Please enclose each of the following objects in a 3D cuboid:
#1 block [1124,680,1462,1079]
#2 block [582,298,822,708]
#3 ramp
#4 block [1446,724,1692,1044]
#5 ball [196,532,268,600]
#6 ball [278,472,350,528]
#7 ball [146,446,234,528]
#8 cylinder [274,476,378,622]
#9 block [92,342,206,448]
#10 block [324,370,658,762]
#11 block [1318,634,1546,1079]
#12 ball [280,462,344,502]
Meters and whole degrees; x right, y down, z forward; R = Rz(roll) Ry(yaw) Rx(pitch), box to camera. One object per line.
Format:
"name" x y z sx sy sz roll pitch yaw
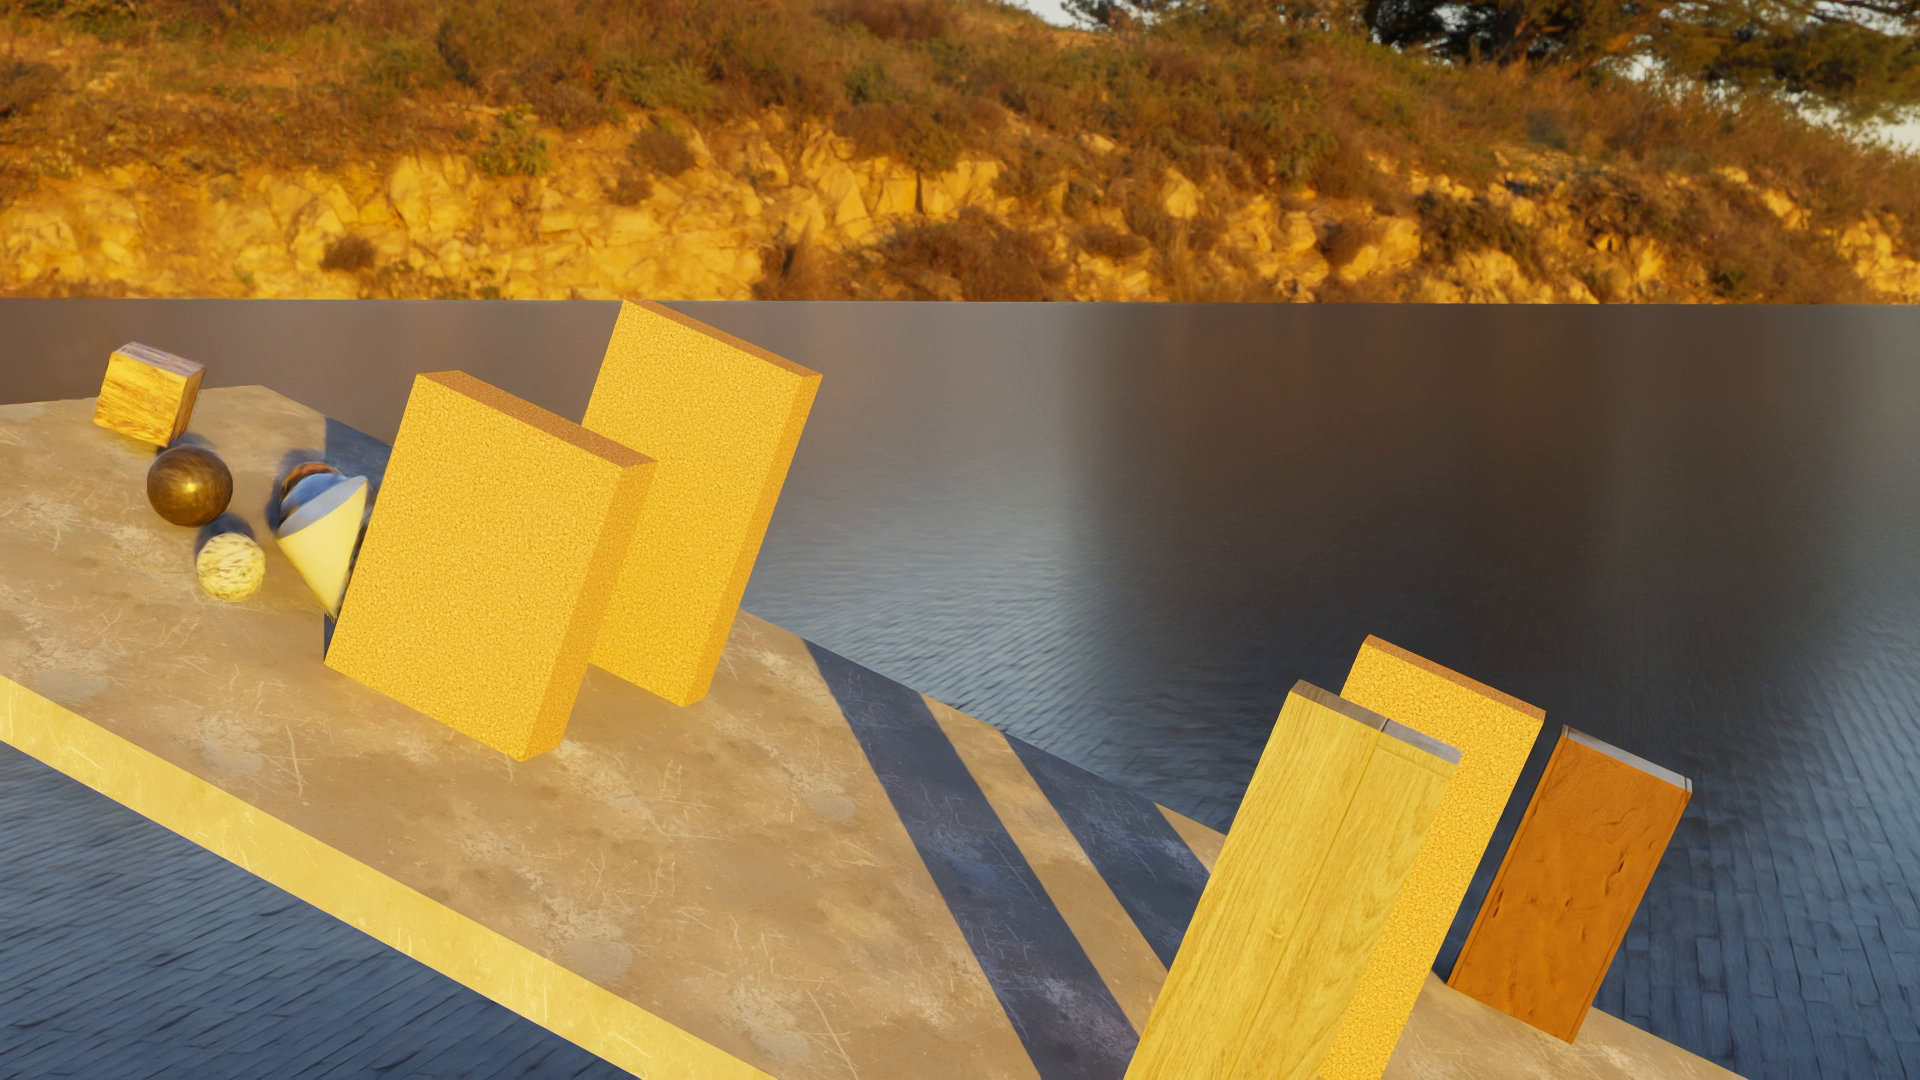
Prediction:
"block" 0.451 0.612 3.190 0.251 0.781 0.098 24 13 13
"block" -0.602 -0.078 4.500 0.411 0.725 0.114 24 13 13
"ramp" -0.313 0.559 4.198 4.000 0.100 2.000 24 13 13
"block" 1.252 0.708 4.532 0.275 0.583 0.121 24 13 13
"ball" -1.364 0.049 4.118 0.127 0.127 0.127 0 7 0
"ball" -1.288 -0.042 4.474 0.190 0.190 0.190 0 7 0
"ball" -1.540 -0.107 4.399 0.164 0.164 0.164 0 7 0
"cylinder" -1.158 0.020 4.182 0.204 0.204 0.204 -27 21 11
"block" -1.765 -0.318 4.790 0.161 0.161 0.161 19 12 -9
"block" -0.847 0.042 3.961 0.426 0.570 0.145 24 13 13
"block" 0.719 0.575 3.860 0.326 0.744 0.099 24 13 13
"ball" -1.371 -0.096 4.675 0.143 0.143 0.143 0 7 0
